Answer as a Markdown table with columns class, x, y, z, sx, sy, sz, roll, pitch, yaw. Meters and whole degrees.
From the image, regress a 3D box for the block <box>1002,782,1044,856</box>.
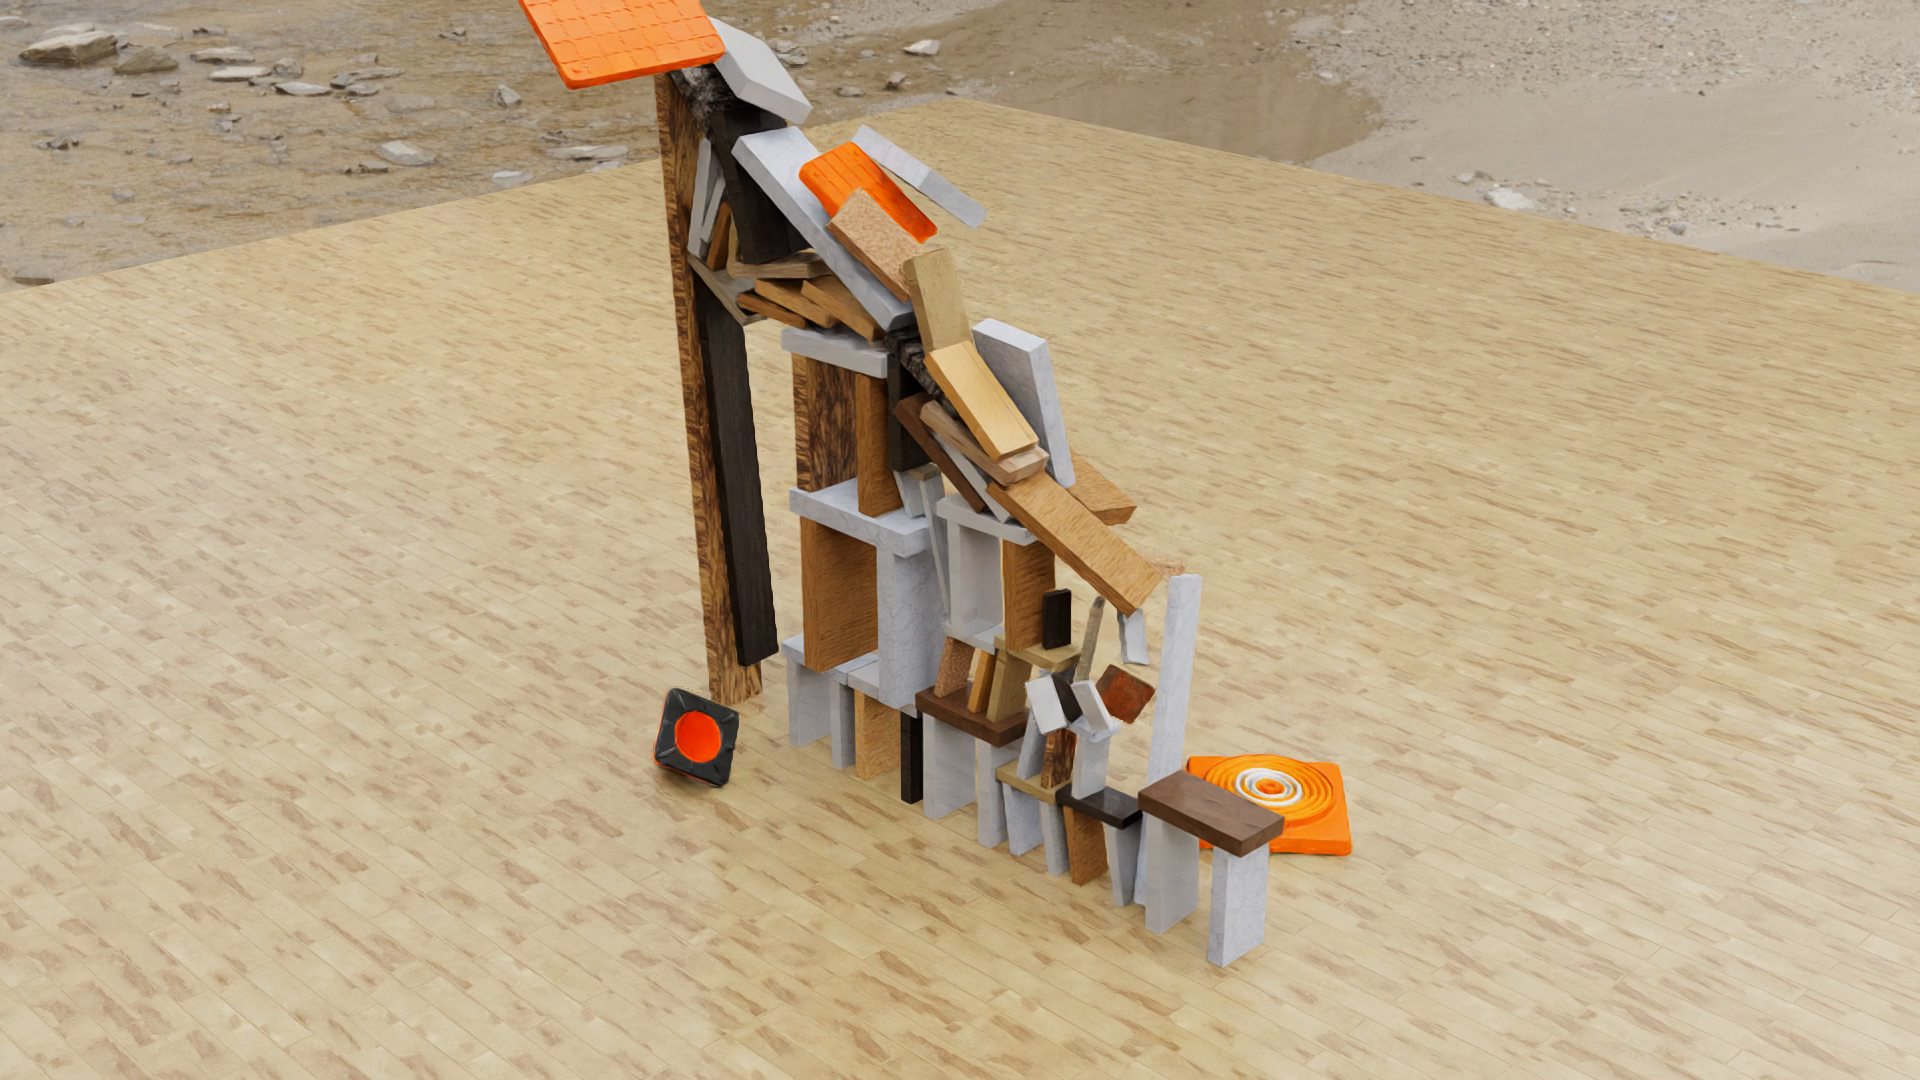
| class | x | y | z | sx | sy | sz | roll | pitch | yaw |
| --- | --- | --- | --- | --- | --- | --- | --- | --- | --- |
| block | 0.125 | 0.534 | 4.308 | 0.076 | 0.151 | 0.021 | -21 | 22 | -41 |

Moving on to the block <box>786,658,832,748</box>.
| class | x | y | z | sx | sy | sz | roll | pitch | yaw |
| --- | --- | --- | --- | --- | --- | --- | --- | --- | --- |
| block | -0.320 | 0.333 | 4.714 | 0.029 | 0.204 | 0.102 | 21 | 31 | 41 |

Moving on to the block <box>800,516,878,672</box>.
| class | x | y | z | sx | sy | sz | roll | pitch | yaw |
| --- | --- | --- | --- | --- | --- | --- | --- | --- | --- |
| block | -0.245 | 0.089 | 4.522 | 0.169 | 0.337 | 0.048 | -21 | 31 | -40 |

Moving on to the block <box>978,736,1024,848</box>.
| class | x | y | z | sx | sy | sz | roll | pitch | yaw |
| --- | --- | --- | --- | --- | --- | --- | --- | --- | --- |
| block | 0.089 | 0.480 | 4.331 | 0.033 | 0.233 | 0.117 | 21 | 31 | 41 |

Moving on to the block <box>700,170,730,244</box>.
| class | x | y | z | sx | sy | sz | roll | pitch | yaw |
| --- | --- | --- | --- | --- | --- | --- | --- | --- | --- |
| block | -0.465 | -0.676 | 4.421 | 0.081 | 0.163 | 0.023 | -21 | 55 | -43 |

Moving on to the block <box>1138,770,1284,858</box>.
| class | x | y | z | sx | sy | sz | roll | pitch | yaw |
| --- | --- | --- | --- | --- | --- | --- | --- | --- | --- |
| block | 0.449 | 0.489 | 3.948 | 0.120 | 0.034 | 0.240 | -21 | 31 | -40 |

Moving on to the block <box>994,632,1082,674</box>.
| class | x | y | z | sx | sy | sz | roll | pitch | yaw |
| --- | --- | --- | --- | --- | --- | --- | --- | --- | --- |
| block | 0.150 | 0.205 | 4.152 | 0.081 | 0.023 | 0.162 | -21 | 32 | -40 |

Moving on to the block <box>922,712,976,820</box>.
| class | x | y | z | sx | sy | sz | roll | pitch | yaw |
| --- | --- | --- | --- | --- | --- | --- | --- | --- | --- |
| block | -0.021 | 0.437 | 4.432 | 0.117 | 0.233 | 0.033 | -21 | 31 | -41 |

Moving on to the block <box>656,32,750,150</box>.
| class | x | y | z | sx | sy | sz | roll | pitch | yaw |
| --- | --- | --- | --- | --- | --- | --- | --- | --- | --- |
| block | -0.494 | -0.898 | 4.385 | 0.123 | 0.246 | 0.035 | -23 | -11 | -42 |

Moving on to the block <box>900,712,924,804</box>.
| class | x | y | z | sx | sy | sz | roll | pitch | yaw |
| --- | --- | --- | --- | --- | --- | --- | --- | --- | --- |
| block | -0.074 | 0.428 | 4.490 | 0.029 | 0.204 | 0.102 | 21 | 31 | 41 |

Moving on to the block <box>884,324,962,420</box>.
| class | x | y | z | sx | sy | sz | roll | pitch | yaw |
| --- | --- | --- | --- | --- | --- | --- | --- | --- | --- |
| block | -0.030 | -0.320 | 4.110 | 0.114 | 0.032 | 0.229 | -17 | 53 | -38 |

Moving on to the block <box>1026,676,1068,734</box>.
| class | x | y | z | sx | sy | sz | roll | pitch | yaw |
| --- | --- | --- | --- | --- | --- | --- | --- | --- | --- |
| block | 0.158 | 0.302 | 4.035 | 0.049 | 0.097 | 0.014 | -20 | -9 | 15 |

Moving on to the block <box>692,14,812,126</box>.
| class | x | y | z | sx | sy | sz | roll | pitch | yaw |
| --- | --- | --- | --- | --- | --- | --- | --- | --- | --- |
| block | -0.410 | -0.926 | 4.320 | 0.151 | 0.043 | 0.301 | 18 | 26 | -36 |

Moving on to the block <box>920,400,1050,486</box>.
| class | x | y | z | sx | sy | sz | roll | pitch | yaw |
| --- | --- | --- | --- | --- | --- | --- | --- | --- | --- |
| block | 0.045 | -0.190 | 4.047 | 0.225 | 0.032 | 0.113 | 40 | 42 | 26 |

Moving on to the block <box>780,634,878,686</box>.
| class | x | y | z | sx | sy | sz | roll | pitch | yaw |
| --- | --- | --- | --- | --- | --- | --- | --- | --- | --- |
| block | -0.272 | 0.244 | 4.626 | 0.102 | 0.029 | 0.204 | -21 | 31 | -40 |

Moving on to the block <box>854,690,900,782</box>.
| class | x | y | z | sx | sy | sz | roll | pitch | yaw |
| --- | --- | --- | --- | --- | --- | --- | --- | --- | --- |
| block | -0.170 | 0.390 | 4.579 | 0.102 | 0.204 | 0.029 | -21 | 31 | -40 |

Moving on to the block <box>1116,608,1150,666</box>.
| class | x | y | z | sx | sy | sz | roll | pitch | yaw |
| --- | --- | --- | --- | --- | --- | --- | --- | --- | --- |
| block | 0.321 | 0.178 | 4.083 | 0.054 | 0.109 | 0.015 | 12 | -26 | -38 |

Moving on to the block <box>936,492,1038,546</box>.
| class | x | y | z | sx | sy | sz | roll | pitch | yaw |
| --- | --- | --- | --- | --- | --- | --- | --- | --- | --- |
| block | 0.073 | -0.047 | 4.112 | 0.219 | 0.031 | 0.109 | 19 | 30 | 39 |

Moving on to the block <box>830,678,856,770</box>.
| class | x | y | z | sx | sy | sz | roll | pitch | yaw |
| --- | --- | --- | --- | --- | --- | --- | --- | --- | --- |
| block | -0.224 | 0.371 | 4.626 | 0.102 | 0.204 | 0.029 | -21 | 31 | -41 |

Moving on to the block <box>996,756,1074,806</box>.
| class | x | y | z | sx | sy | sz | roll | pitch | yaw |
| --- | --- | --- | --- | --- | --- | --- | --- | --- | --- |
| block | 0.149 | 0.464 | 4.249 | 0.151 | 0.021 | 0.076 | 21 | 31 | 40 |

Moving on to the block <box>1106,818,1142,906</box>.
| class | x | y | z | sx | sy | sz | roll | pitch | yaw |
| --- | --- | --- | --- | --- | --- | --- | --- | --- | --- |
| block | 0.317 | 0.600 | 4.139 | 0.080 | 0.160 | 0.023 | -21 | 21 | -41 |

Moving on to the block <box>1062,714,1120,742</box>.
| class | x | y | z | sx | sy | sz | roll | pitch | yaw |
| --- | --- | --- | --- | --- | --- | --- | --- | --- | --- |
| block | 0.229 | 0.338 | 4.121 | 0.067 | 0.019 | 0.134 | -19 | 29 | -37 |

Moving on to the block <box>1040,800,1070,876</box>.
| class | x | y | z | sx | sy | sz | roll | pitch | yaw |
| --- | --- | --- | --- | --- | --- | --- | --- | --- | --- |
| block | 0.196 | 0.562 | 4.241 | 0.021 | 0.151 | 0.076 | 9 | 23 | 44 |

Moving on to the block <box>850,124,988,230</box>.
| class | x | y | z | sx | sy | sz | roll | pitch | yaw |
| --- | --- | --- | --- | --- | --- | --- | --- | --- | --- |
| block | -0.082 | -0.707 | 4.276 | 0.159 | 0.045 | 0.318 | 31 | 8 | -36 |

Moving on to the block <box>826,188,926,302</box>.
| class | x | y | z | sx | sy | sz | roll | pitch | yaw |
| --- | --- | --- | --- | --- | --- | --- | --- | --- | --- |
| block | -0.143 | -0.543 | 4.052 | 0.029 | 0.202 | 0.101 | -23 | 28 | 54 |

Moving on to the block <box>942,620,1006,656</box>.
| class | x | y | z | sx | sy | sz | roll | pitch | yaw |
| --- | --- | --- | --- | --- | --- | --- | --- | --- | --- |
| block | 0.040 | 0.181 | 4.257 | 0.072 | 0.020 | 0.144 | -21 | 31 | -40 |

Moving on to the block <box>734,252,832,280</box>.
| class | x | y | z | sx | sy | sz | roll | pitch | yaw |
| --- | --- | --- | --- | --- | --- | --- | --- | --- | --- |
| block | -0.338 | -0.545 | 4.364 | 0.214 | 0.030 | 0.107 | 7 | 22 | 43 |

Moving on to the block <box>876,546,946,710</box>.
| class | x | y | z | sx | sy | sz | roll | pitch | yaw |
| --- | --- | --- | --- | --- | --- | --- | --- | --- | --- |
| block | -0.085 | 0.151 | 4.375 | 0.048 | 0.338 | 0.169 | 21 | 31 | 41 |

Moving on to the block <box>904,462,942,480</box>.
| class | x | y | z | sx | sy | sz | roll | pitch | yaw |
| --- | --- | --- | --- | --- | --- | --- | --- | --- | --- |
| block | -0.086 | -0.141 | 4.254 | 0.049 | 0.014 | 0.097 | -21 | 33 | -40 |

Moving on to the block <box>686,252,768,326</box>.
| class | x | y | z | sx | sy | sz | roll | pitch | yaw |
| --- | --- | --- | --- | --- | --- | --- | --- | --- | --- |
| block | -0.462 | -0.527 | 4.507 | 0.099 | 0.028 | 0.197 | -23 | 65 | -41 |

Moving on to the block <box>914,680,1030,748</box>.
| class | x | y | z | sx | sy | sz | roll | pitch | yaw |
| --- | --- | --- | --- | --- | --- | --- | --- | --- | --- |
| block | 0.034 | 0.336 | 4.329 | 0.117 | 0.033 | 0.233 | -21 | 31 | -40 |

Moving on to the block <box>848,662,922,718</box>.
| class | x | y | z | sx | sy | sz | roll | pitch | yaw |
| --- | --- | --- | --- | --- | --- | --- | --- | --- | --- |
| block | -0.122 | 0.302 | 4.490 | 0.102 | 0.029 | 0.204 | -21 | 31 | -40 |

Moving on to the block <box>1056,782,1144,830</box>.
| class | x | y | z | sx | sy | sz | roll | pitch | yaw |
| --- | --- | --- | --- | --- | --- | --- | --- | --- | --- |
| block | 0.268 | 0.495 | 4.150 | 0.160 | 0.023 | 0.080 | 20 | 30 | 38 |

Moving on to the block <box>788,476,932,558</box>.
| class | x | y | z | sx | sy | sz | roll | pitch | yaw |
| --- | --- | --- | --- | --- | --- | --- | --- | --- | --- |
| block | -0.166 | -0.058 | 4.374 | 0.169 | 0.048 | 0.338 | -21 | 31 | -40 |

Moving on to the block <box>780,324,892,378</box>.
| class | x | y | z | sx | sy | sz | roll | pitch | yaw |
| --- | --- | --- | --- | --- | --- | --- | --- | --- | --- |
| block | -0.200 | -0.378 | 4.278 | 0.286 | 0.041 | 0.143 | 19 | 30 | 41 |

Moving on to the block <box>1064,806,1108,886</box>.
| class | x | y | z | sx | sy | sz | roll | pitch | yaw |
| --- | --- | --- | --- | --- | --- | --- | --- | --- | --- |
| block | 0.241 | 0.571 | 4.209 | 0.023 | 0.160 | 0.080 | 9 | 22 | 45 |

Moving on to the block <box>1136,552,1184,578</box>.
| class | x | y | z | sx | sy | sz | roll | pitch | yaw |
| --- | --- | --- | --- | --- | --- | --- | --- | --- | --- |
| block | 0.345 | 0.043 | 4.225 | 0.170 | 0.024 | 0.085 | 9 | 9 | 3 |
